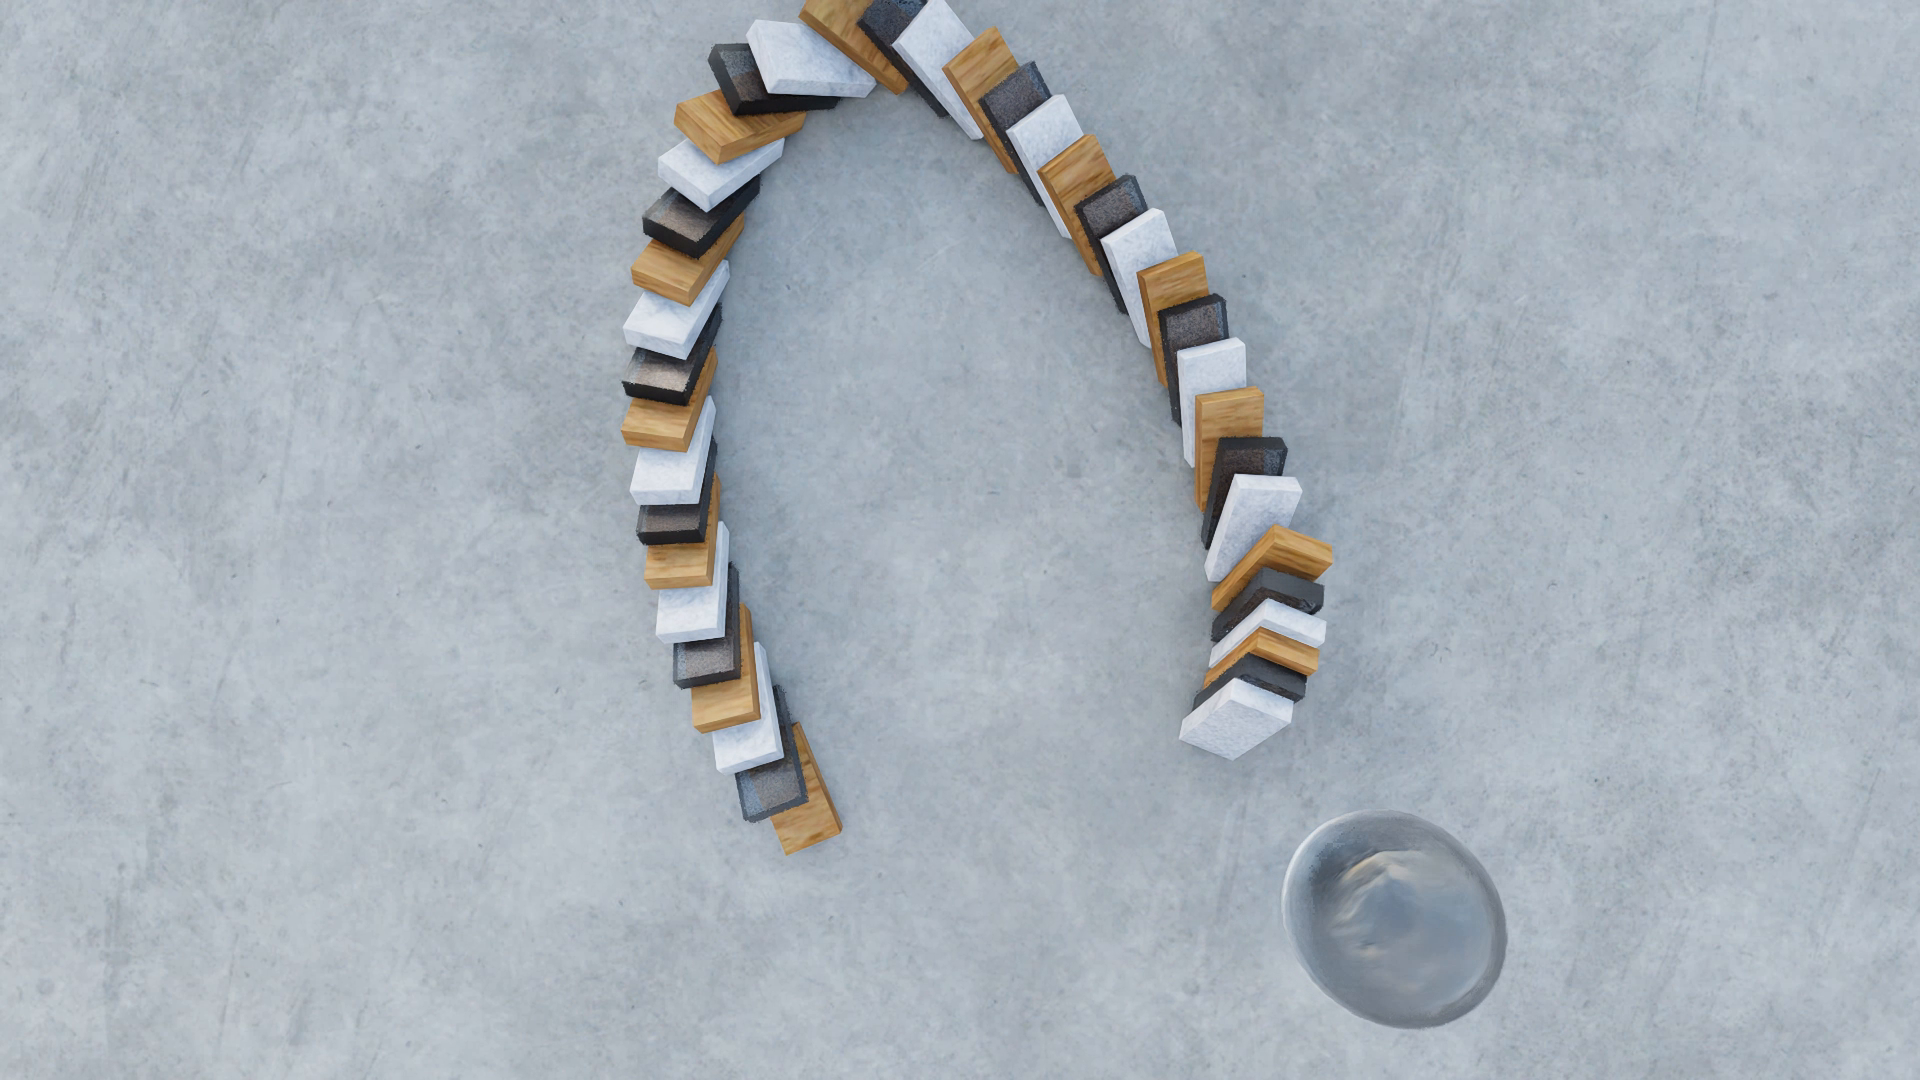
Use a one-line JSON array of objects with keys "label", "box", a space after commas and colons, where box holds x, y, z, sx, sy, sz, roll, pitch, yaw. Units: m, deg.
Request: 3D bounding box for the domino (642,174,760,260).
[{"label": "domino", "box": [-0.107, -0.140, 0.382, 0.025, 0.009, 0.050, 26, 58, 1]}]

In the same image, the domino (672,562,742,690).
[{"label": "domino", "box": [-0.106, 0.035, 0.383, 0.025, 0.010, 0.050, -11, 59, 2]}]

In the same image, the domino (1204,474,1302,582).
[{"label": "domino", "box": [0.120, -0.004, 0.380, 0.025, 0.010, 0.050, 3, 130, -3]}]

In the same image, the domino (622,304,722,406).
[{"label": "domino", "box": [-0.119, -0.080, 0.383, 0.025, 0.010, 0.050, 10, 58, 0]}]

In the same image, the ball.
[{"label": "ball", "box": [0.169, 0.147, 0.360, 0.080, 0.080, 0.080, 0, 90, 0]}]

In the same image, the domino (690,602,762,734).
[{"label": "domino", "box": [-0.099, 0.053, 0.383, 0.025, 0.010, 0.050, -14, 59, 1]}]

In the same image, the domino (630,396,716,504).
[{"label": "domino", "box": [-0.119, -0.038, 0.381, 0.025, 0.010, 0.050, -1, 57, 2]}]

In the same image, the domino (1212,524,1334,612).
[{"label": "domino", "box": [0.127, 0.016, 0.377, 0.025, 0.050, 0.010, 20, 51, -5]}]

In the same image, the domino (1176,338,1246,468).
[{"label": "domino", "box": [0.106, -0.057, 0.383, 0.025, 0.010, 0.050, -13, 122, 0]}]

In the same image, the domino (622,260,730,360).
[{"label": "domino", "box": [-0.118, -0.100, 0.383, 0.025, 0.010, 0.050, 16, 59, 0]}]

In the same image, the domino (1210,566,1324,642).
[{"label": "domino", "box": [0.125, 0.031, 0.376, 0.025, 0.050, 0.010, 18, 58, 0]}]

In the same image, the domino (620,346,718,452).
[{"label": "domino", "box": [-0.121, -0.061, 0.383, 0.025, 0.010, 0.050, 8, 58, 0]}]

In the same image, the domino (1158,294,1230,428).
[{"label": "domino", "box": [0.099, -0.074, 0.383, 0.025, 0.009, 0.050, -17, 122, 0]}]

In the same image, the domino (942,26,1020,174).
[{"label": "domino", "box": [0.018, -0.183, 0.384, 0.025, 0.010, 0.050, -41, 119, 0]}]

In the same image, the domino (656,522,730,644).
[{"label": "domino", "box": [-0.111, 0.017, 0.383, 0.025, 0.009, 0.050, -7, 59, 3]}]

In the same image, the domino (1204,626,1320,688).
[{"label": "domino", "box": [0.122, 0.054, 0.376, 0.025, 0.050, 0.010, 22, 58, 0]}]

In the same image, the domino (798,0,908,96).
[{"label": "domino", "box": [-0.039, -0.214, 0.383, 0.050, 0.009, 0.025, 27, 86, -30]}]

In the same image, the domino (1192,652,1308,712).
[{"label": "domino", "box": [0.118, 0.064, 0.376, 0.025, 0.050, 0.010, 22, 58, 0]}]

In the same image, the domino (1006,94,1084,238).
[{"label": "domino", "box": [0.043, -0.155, 0.383, 0.025, 0.010, 0.050, -37, 120, -1]}]

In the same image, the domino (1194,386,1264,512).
[{"label": "domino", "box": [0.112, -0.037, 0.383, 0.025, 0.009, 0.050, -9, 121, 0]}]

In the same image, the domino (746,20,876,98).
[{"label": "domino", "box": [-0.061, -0.199, 0.380, 0.050, 0.009, 0.025, -21, 90, -40]}]

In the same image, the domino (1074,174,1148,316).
[{"label": "domino", "box": [0.070, -0.123, 0.384, 0.025, 0.009, 0.050, -32, 119, 0]}]

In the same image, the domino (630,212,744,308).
[{"label": "domino", "box": [-0.113, -0.123, 0.384, 0.025, 0.010, 0.050, 22, 61, 0]}]

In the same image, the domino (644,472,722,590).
[{"label": "domino", "box": [-0.115, -0.004, 0.383, 0.025, 0.009, 0.050, -4, 60, 0]}]

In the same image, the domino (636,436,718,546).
[{"label": "domino", "box": [-0.117, -0.022, 0.382, 0.025, 0.010, 0.050, -3, 57, 0]}]

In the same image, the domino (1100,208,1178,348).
[{"label": "domino", "box": [0.080, -0.108, 0.382, 0.025, 0.009, 0.050, -31, 123, 0]}]

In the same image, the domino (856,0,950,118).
[{"label": "domino", "box": [-0.016, -0.206, 0.384, 0.050, 0.010, 0.025, 39, 90, -30]}]

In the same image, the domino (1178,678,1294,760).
[{"label": "domino", "box": [0.112, 0.074, 0.376, 0.025, 0.050, 0.009, 22, 58, 0]}]

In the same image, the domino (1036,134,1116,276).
[{"label": "domino", "box": [0.056, -0.139, 0.383, 0.025, 0.010, 0.050, -37, 120, -1]}]

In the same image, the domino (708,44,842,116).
[{"label": "domino", "box": [-0.076, -0.192, 0.381, 0.050, 0.009, 0.025, -25, 90, -37]}]

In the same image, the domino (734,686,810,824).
[{"label": "domino", "box": [-0.081, 0.089, 0.382, 0.025, 0.009, 0.050, -21, 59, 1]}]

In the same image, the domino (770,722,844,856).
[{"label": "domino", "box": [-0.072, 0.107, 0.395, 0.025, 0.010, 0.050, -22, 90, 0]}]

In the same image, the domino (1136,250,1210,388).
[{"label": "domino", "box": [0.092, -0.091, 0.383, 0.025, 0.010, 0.050, -21, 122, 0]}]

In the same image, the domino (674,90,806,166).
[{"label": "domino", "box": [-0.091, -0.175, 0.381, 0.025, 0.010, 0.050, 44, 53, 3]}]

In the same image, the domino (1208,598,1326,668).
[{"label": "domino", "box": [0.125, 0.043, 0.376, 0.025, 0.050, 0.010, 22, 58, 0]}]

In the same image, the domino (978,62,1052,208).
[{"label": "domino", "box": [0.032, -0.169, 0.384, 0.025, 0.009, 0.050, -38, 119, 0]}]

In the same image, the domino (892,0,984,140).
[{"label": "domino", "box": [-0.002, -0.196, 0.383, 0.050, 0.009, 0.025, 40, 89, -30]}]

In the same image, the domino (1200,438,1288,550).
[{"label": "domino", "box": [0.117, -0.019, 0.381, 0.025, 0.010, 0.050, -1, 128, 0]}]

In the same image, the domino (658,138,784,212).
[{"label": "domino", "box": [-0.099, -0.160, 0.383, 0.025, 0.009, 0.050, 37, 58, 0]}]

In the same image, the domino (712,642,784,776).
[{"label": "domino", "box": [-0.091, 0.070, 0.383, 0.025, 0.009, 0.050, -18, 59, 0]}]
